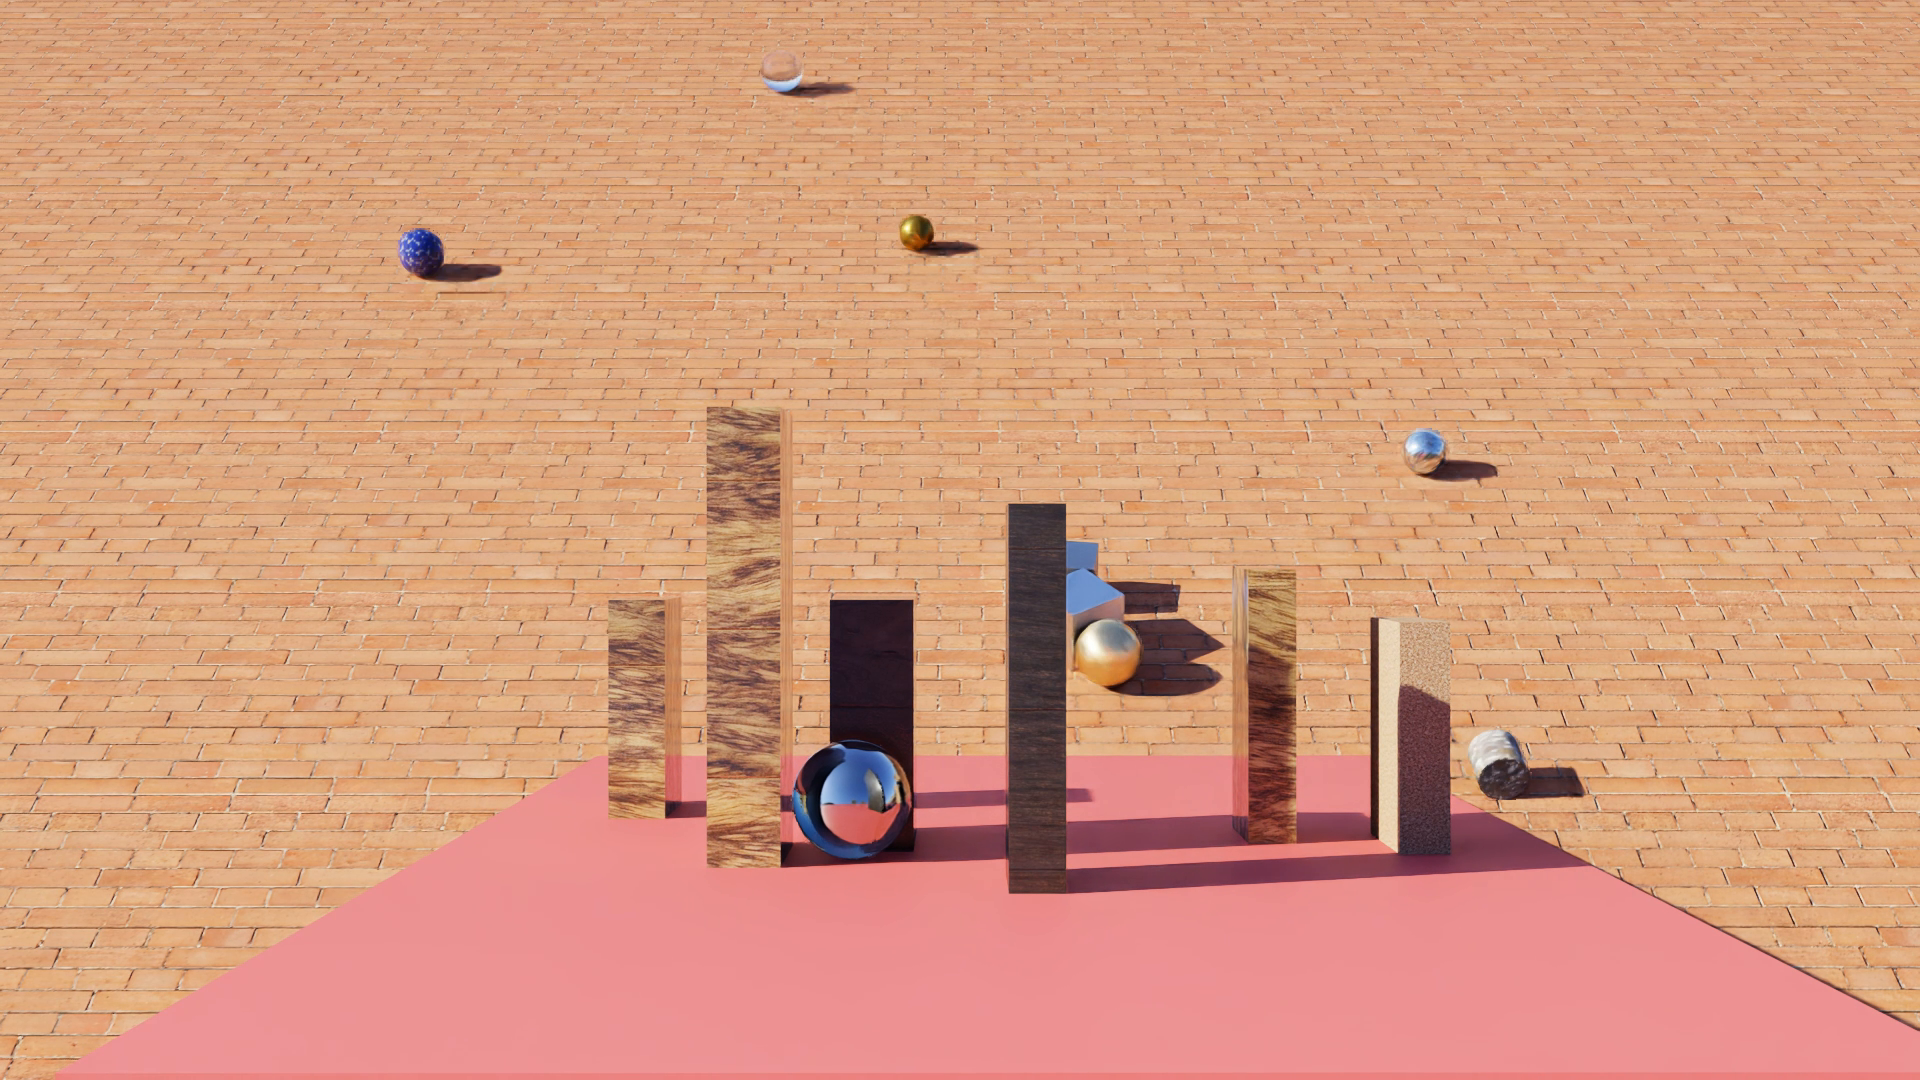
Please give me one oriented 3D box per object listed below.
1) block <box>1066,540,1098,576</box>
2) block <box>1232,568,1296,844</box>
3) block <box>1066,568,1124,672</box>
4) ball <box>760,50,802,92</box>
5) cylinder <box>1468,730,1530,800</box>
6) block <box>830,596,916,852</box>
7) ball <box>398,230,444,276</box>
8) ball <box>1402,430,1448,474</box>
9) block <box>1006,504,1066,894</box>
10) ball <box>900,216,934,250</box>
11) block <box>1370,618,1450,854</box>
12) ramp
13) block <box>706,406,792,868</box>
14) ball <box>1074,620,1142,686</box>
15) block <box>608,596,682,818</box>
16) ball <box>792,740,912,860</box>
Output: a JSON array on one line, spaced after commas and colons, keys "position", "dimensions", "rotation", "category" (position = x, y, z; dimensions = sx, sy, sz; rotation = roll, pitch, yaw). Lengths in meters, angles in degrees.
[{"position": [0.314, 0.108, 7.450], "dimensions": [0.153, 0.153, 0.153], "rotation": [4, 30, 7], "category": "block"}, {"position": [0.567, 0.303, 4.836], "dimensions": [0.087, 0.498, 0.274], "rotation": [0, 0, 0], "category": "block"}, {"position": [0.329, 0.221, 7.226], "dimensions": [0.182, 0.182, 0.182], "rotation": [-20, 36, -31], "category": "block"}, {"position": [-0.762, -2.001, 11.046], "dimensions": [0.177, 0.177, 0.177], "rotation": [0, 30, 0], "category": "ball"}, {"position": [1.386, 0.578, 6.665], "dimensions": [0.130, 0.130, 0.130], "rotation": [-1, 30, -2], "category": "cylinder"}, {"position": [-0.157, 0.329, 4.744], "dimensions": [0.148, 0.446, 0.326], "rotation": [0, 0, 0], "category": "block"}, {"position": [-1.959, -1.045, 9.415], "dimensions": [0.167, 0.167, 0.167], "rotation": [0, 30, 0], "category": "ball"}, {"position": [1.457, -0.275, 8.120], "dimensions": [0.140, 0.140, 0.140], "rotation": [0, 30, 0], "category": "ball"}, {"position": [0.120, 0.247, 4.161], "dimensions": [0.090, 0.607, 0.271], "rotation": [0, 0, 0], "category": "block"}, {"position": [-0.161, -1.140, 9.614], "dimensions": [0.131, 0.131, 0.131], "rotation": [0, 30, 0], "category": "ball"}, {"position": [0.815, 0.348, 4.699], "dimensions": [0.089, 0.407, 0.324], "rotation": [0, 0, 0], "category": "block"}, {"position": [0.068, 0.602, 4.663], "dimensions": [2.000, 0.100, 4.000], "rotation": [0, 0, 0], "category": "ramp"}, {"position": [-0.364, 0.164, 4.516], "dimensions": [0.124, 0.775, 0.327], "rotation": [0, 0, 0], "category": "block"}, {"position": [0.405, 0.309, 7.076], "dimensions": [0.182, 0.182, 0.182], "rotation": [0, 30, 0], "category": "ball"}, {"position": [-0.641, 0.336, 5.283], "dimensions": [0.113, 0.434, 0.304], "rotation": [0, 0, 0], "category": "block"}, {"position": [-0.187, 0.449, 4.478], "dimensions": [0.206, 0.206, 0.206], "rotation": [0, 30, 0], "category": "ball"}]
